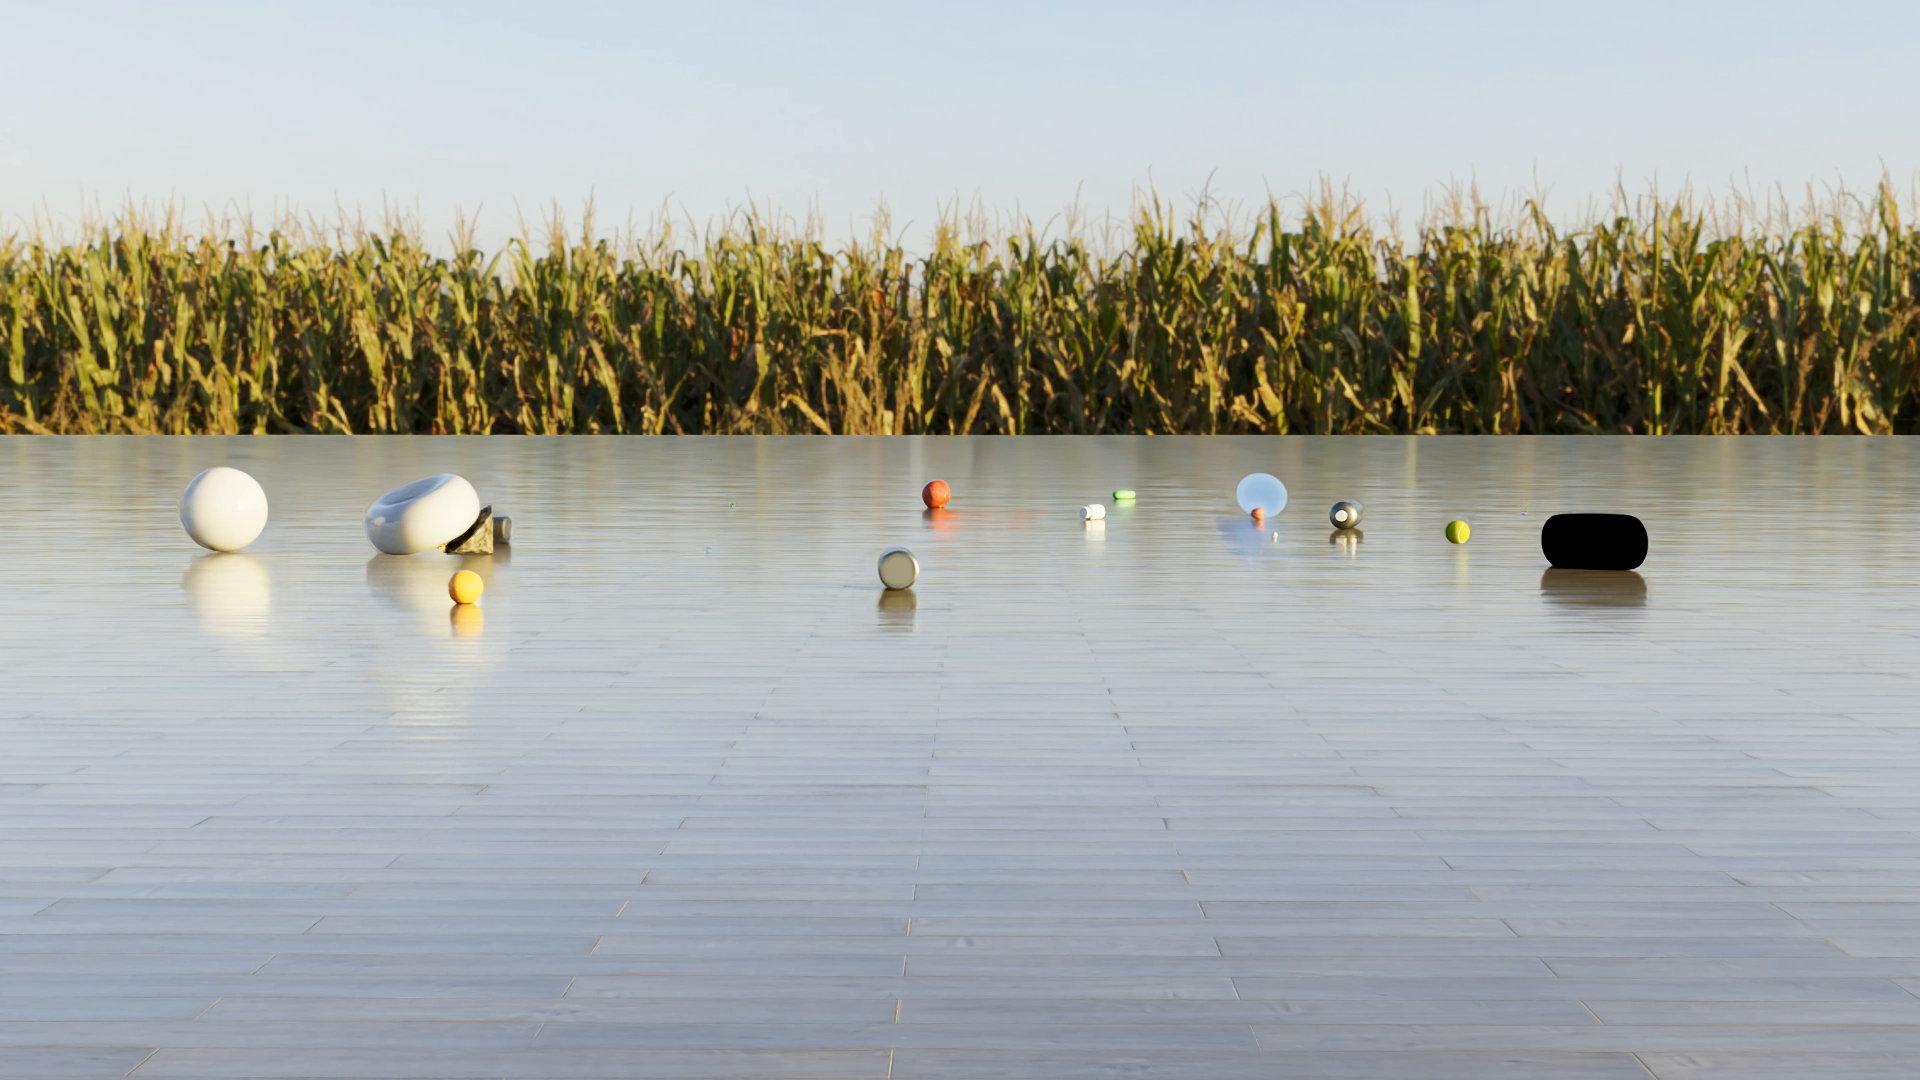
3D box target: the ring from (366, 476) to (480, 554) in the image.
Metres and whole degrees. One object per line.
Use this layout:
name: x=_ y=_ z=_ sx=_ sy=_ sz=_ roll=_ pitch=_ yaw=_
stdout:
ring: x=-1.467 y=-0.069 z=5.998 sx=0.296 sy=0.144 sz=0.447 roll=-30 pitch=17 yaw=-28

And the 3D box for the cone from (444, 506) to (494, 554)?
cone: x=-1.300 y=0.006 z=5.968 sx=0.097 sy=0.178 sz=0.185 roll=46 pitch=-16 yaw=-21

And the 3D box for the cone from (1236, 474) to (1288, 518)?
cone: x=1.072 y=-0.124 z=7.796 sx=0.168 sy=0.187 sz=0.145 roll=-39 pitch=-27 yaw=-11

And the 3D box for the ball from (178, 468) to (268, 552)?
ball: x=-2.028 y=-0.083 z=6.055 sx=0.232 sy=0.232 sz=0.232 roll=0 pitch=4 yaw=0

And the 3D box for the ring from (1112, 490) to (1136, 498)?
ring: x=0.673 y=-0.186 z=9.028 sx=0.066 sy=0.031 sz=0.126 roll=5 pitch=7 yaw=42

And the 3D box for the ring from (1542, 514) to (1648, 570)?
ring: x=1.593 y=0.004 z=5.527 sx=0.139 sy=0.134 sz=0.310 roll=-6 pitch=5 yaw=-36
